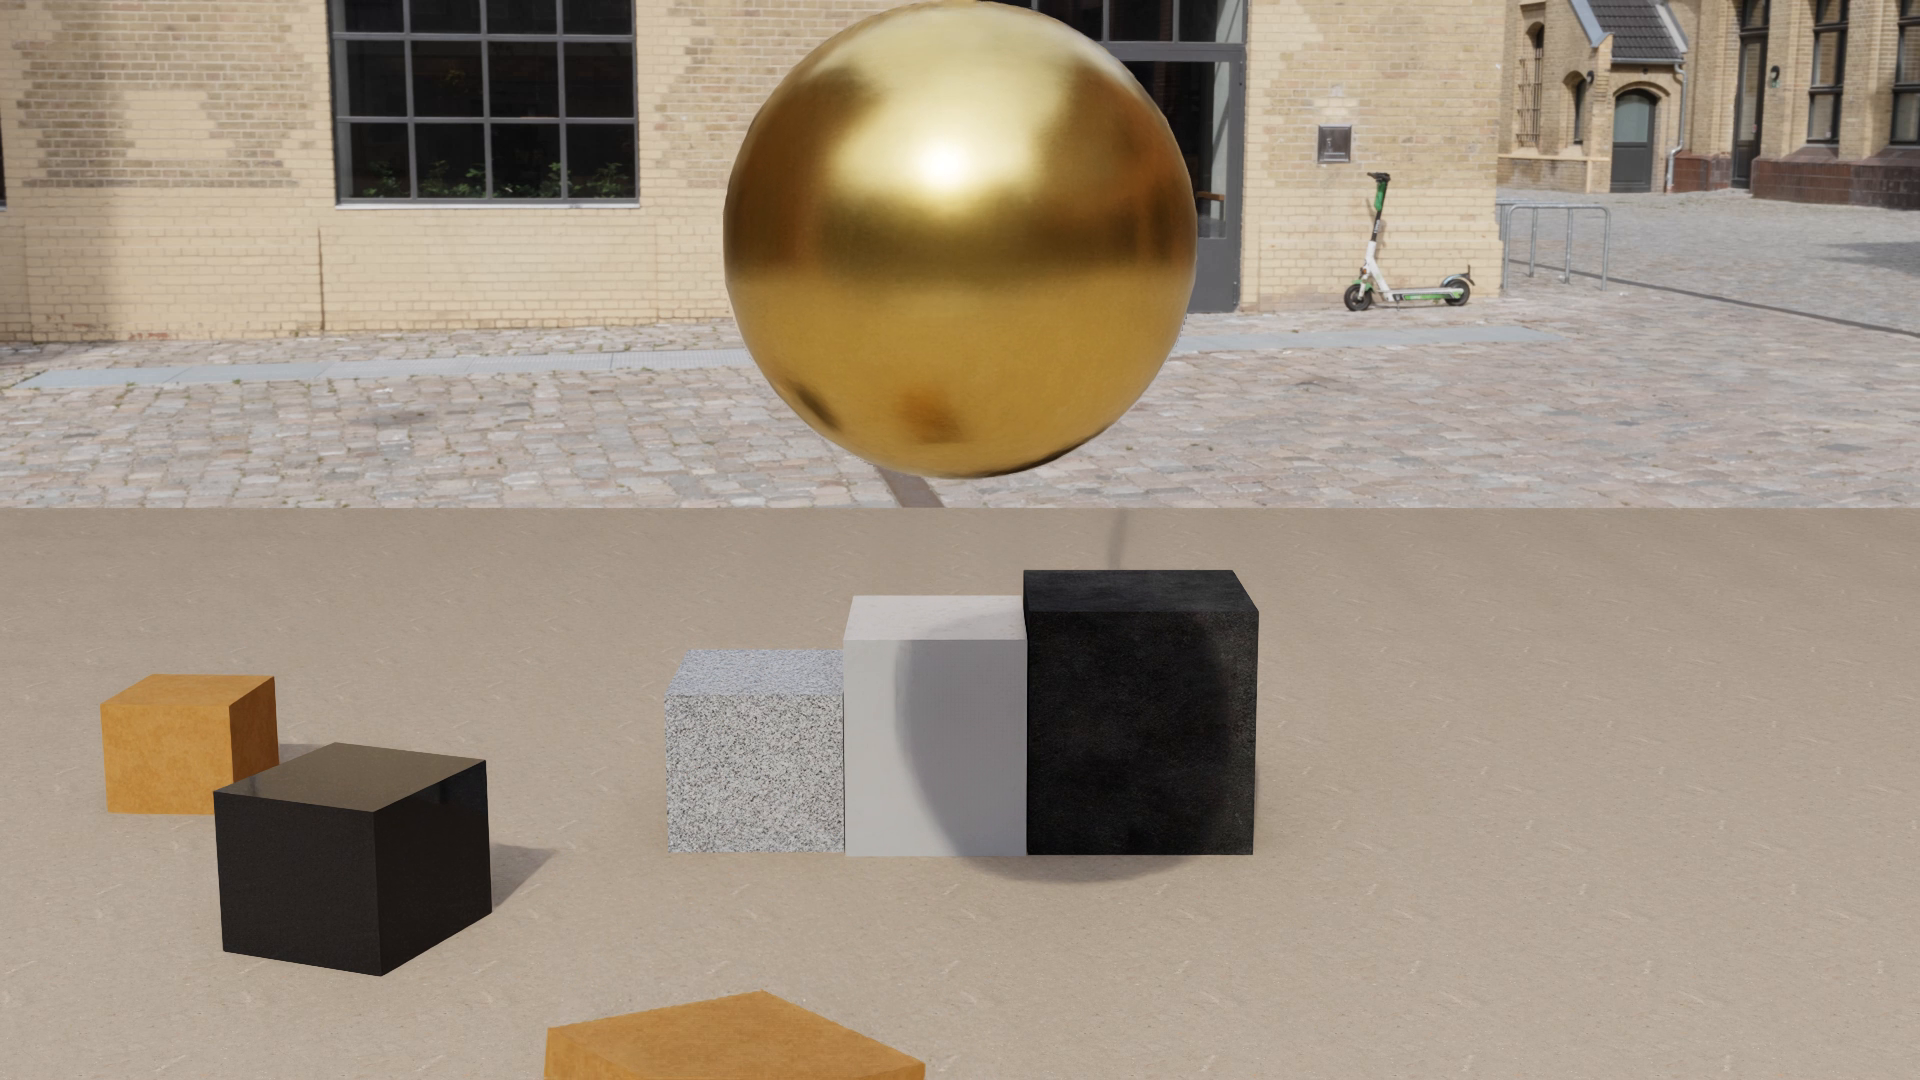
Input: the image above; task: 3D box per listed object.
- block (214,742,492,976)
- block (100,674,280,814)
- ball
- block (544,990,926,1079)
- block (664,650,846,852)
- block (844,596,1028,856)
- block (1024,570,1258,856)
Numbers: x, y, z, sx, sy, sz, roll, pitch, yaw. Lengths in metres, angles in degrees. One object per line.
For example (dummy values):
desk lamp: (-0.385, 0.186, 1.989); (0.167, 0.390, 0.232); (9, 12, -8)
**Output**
block: (-2.693, 1.402, 9.819); (0.827, 0.729, 0.848); (4, 11, 21)
block: (-4.144, 1.096, 11.879); (0.688, 0.594, 0.660); (1, 10, 3)
ball: (0.000, -1.001, 7.405); (1.600, 1.600, 1.600); (0, 10, 0)
block: (-0.719, 1.908, 6.783); (0.842, 0.718, 0.807); (0, 7, -44)
block: (-1.018, 1.074, 11.392); (0.879, 0.811, 0.982); (0, 10, 0)
block: (-0.121, 0.934, 11.342); (0.898, 1.104, 1.054); (0, 10, 0)
block: (0.898, 0.864, 11.350); (1.119, 1.239, 1.054); (0, 10, 0)
